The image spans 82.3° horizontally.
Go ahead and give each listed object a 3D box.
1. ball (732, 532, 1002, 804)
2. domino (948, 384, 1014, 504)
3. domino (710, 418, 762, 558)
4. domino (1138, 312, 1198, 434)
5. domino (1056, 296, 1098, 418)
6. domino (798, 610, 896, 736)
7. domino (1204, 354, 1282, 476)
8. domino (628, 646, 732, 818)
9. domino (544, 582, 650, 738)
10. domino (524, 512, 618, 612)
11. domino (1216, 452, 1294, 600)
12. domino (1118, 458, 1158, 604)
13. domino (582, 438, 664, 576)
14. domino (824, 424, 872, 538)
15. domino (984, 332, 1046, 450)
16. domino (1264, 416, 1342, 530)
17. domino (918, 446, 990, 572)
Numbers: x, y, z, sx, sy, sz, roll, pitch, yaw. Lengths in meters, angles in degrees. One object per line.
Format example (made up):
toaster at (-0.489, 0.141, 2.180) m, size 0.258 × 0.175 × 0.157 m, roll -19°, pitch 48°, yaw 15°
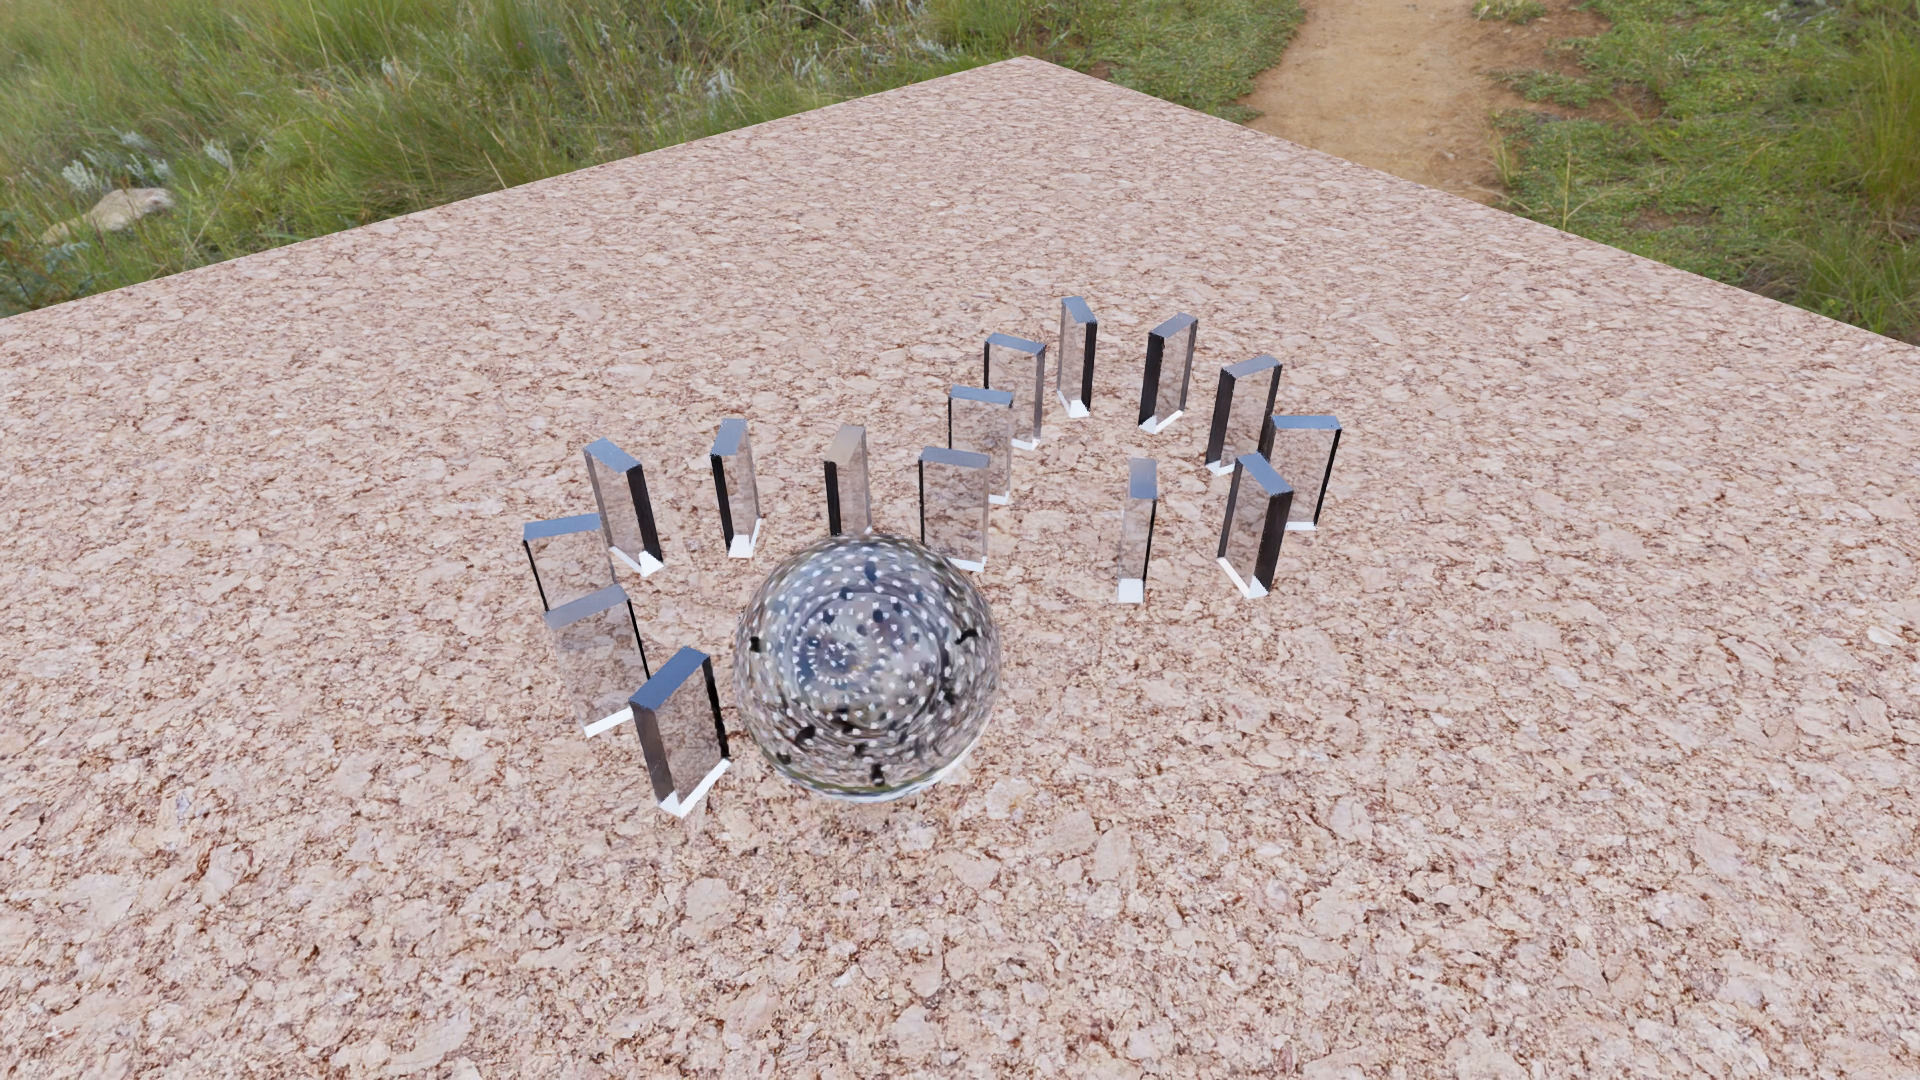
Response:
ball at (-0.027, 0.038, 0.329) m, size 0.080 × 0.080 × 0.080 m, roll 0°, pitch 39°, yaw 0°
domino at (0.008, -0.039, 0.459) m, size 0.025 × 0.050 × 0.009 m, roll 9°, pitch 40°, yaw 11°
domino at (-0.088, -0.020, 0.436) m, size 0.009 × 0.050 × 0.025 m, roll 1°, pitch 39°, yaw 1°
domino at (0.095, -0.076, 0.504) m, size 0.010 × 0.050 × 0.025 m, roll 30°, pitch 48°, yaw 31°
domino at (0.054, -0.086, 0.516) m, size 0.009 × 0.050 × 0.025 m, roll -7°, pitch 40°, yaw -9°
domino at (-0.039, 0.046, 0.388) m, size 0.025 × 0.009 × 0.050 m, roll 4°, pitch 39°, yaw 5°
domino at (0.123, -0.054, 0.477) m, size 0.025 × 0.050 × 0.010 m, roll -18°, pitch 43°, yaw -21°
domino at (-0.085, 0.060, 0.339) m, size 0.009 × 0.050 × 0.025 m, roll 19°, pitch 43°, yaw 22°
domino at (-0.118, 0.040, 0.362) m, size 0.025 × 0.050 × 0.009 m, roll -24°, pitch 45°, yaw -26°
domino at (-0.137, 0.015, 0.394) m, size 0.025 × 0.050 × 0.009 m, roll -9°, pitch 40°, yaw -11°
domino at (0.111, -0.005, 0.418) m, size 0.010 × 0.050 × 0.025 m, roll -12°, pitch 41°, yaw -14°
domino at (0.067, -0.003, 0.415) m, size 0.009 × 0.050 × 0.025 m, roll 4°, pitch 40°, yaw 5°
domino at (-0.130, -0.012, 0.427) m, size 0.025 × 0.050 × 0.009 m, roll 31°, pitch 48°, yaw 32°
domino at (-0.044, -0.017, 0.433) m, size 0.010 × 0.050 × 0.025 m, roll 7°, pitch 40°, yaw 8°
domino at (0.024, -0.066, 0.492) m, size 0.025 × 0.050 × 0.009 m, roll 18°, pitch 42°, yaw 20°
domino at (0.135, -0.027, 0.444) m, size 0.025 × 0.050 × 0.010 m, roll 1°, pitch 39°, yaw 1°
domino at (-0.002, -0.011, 0.425) m, size 0.025 × 0.050 × 0.009 m, roll 9°, pitch 40°, yaw 11°
